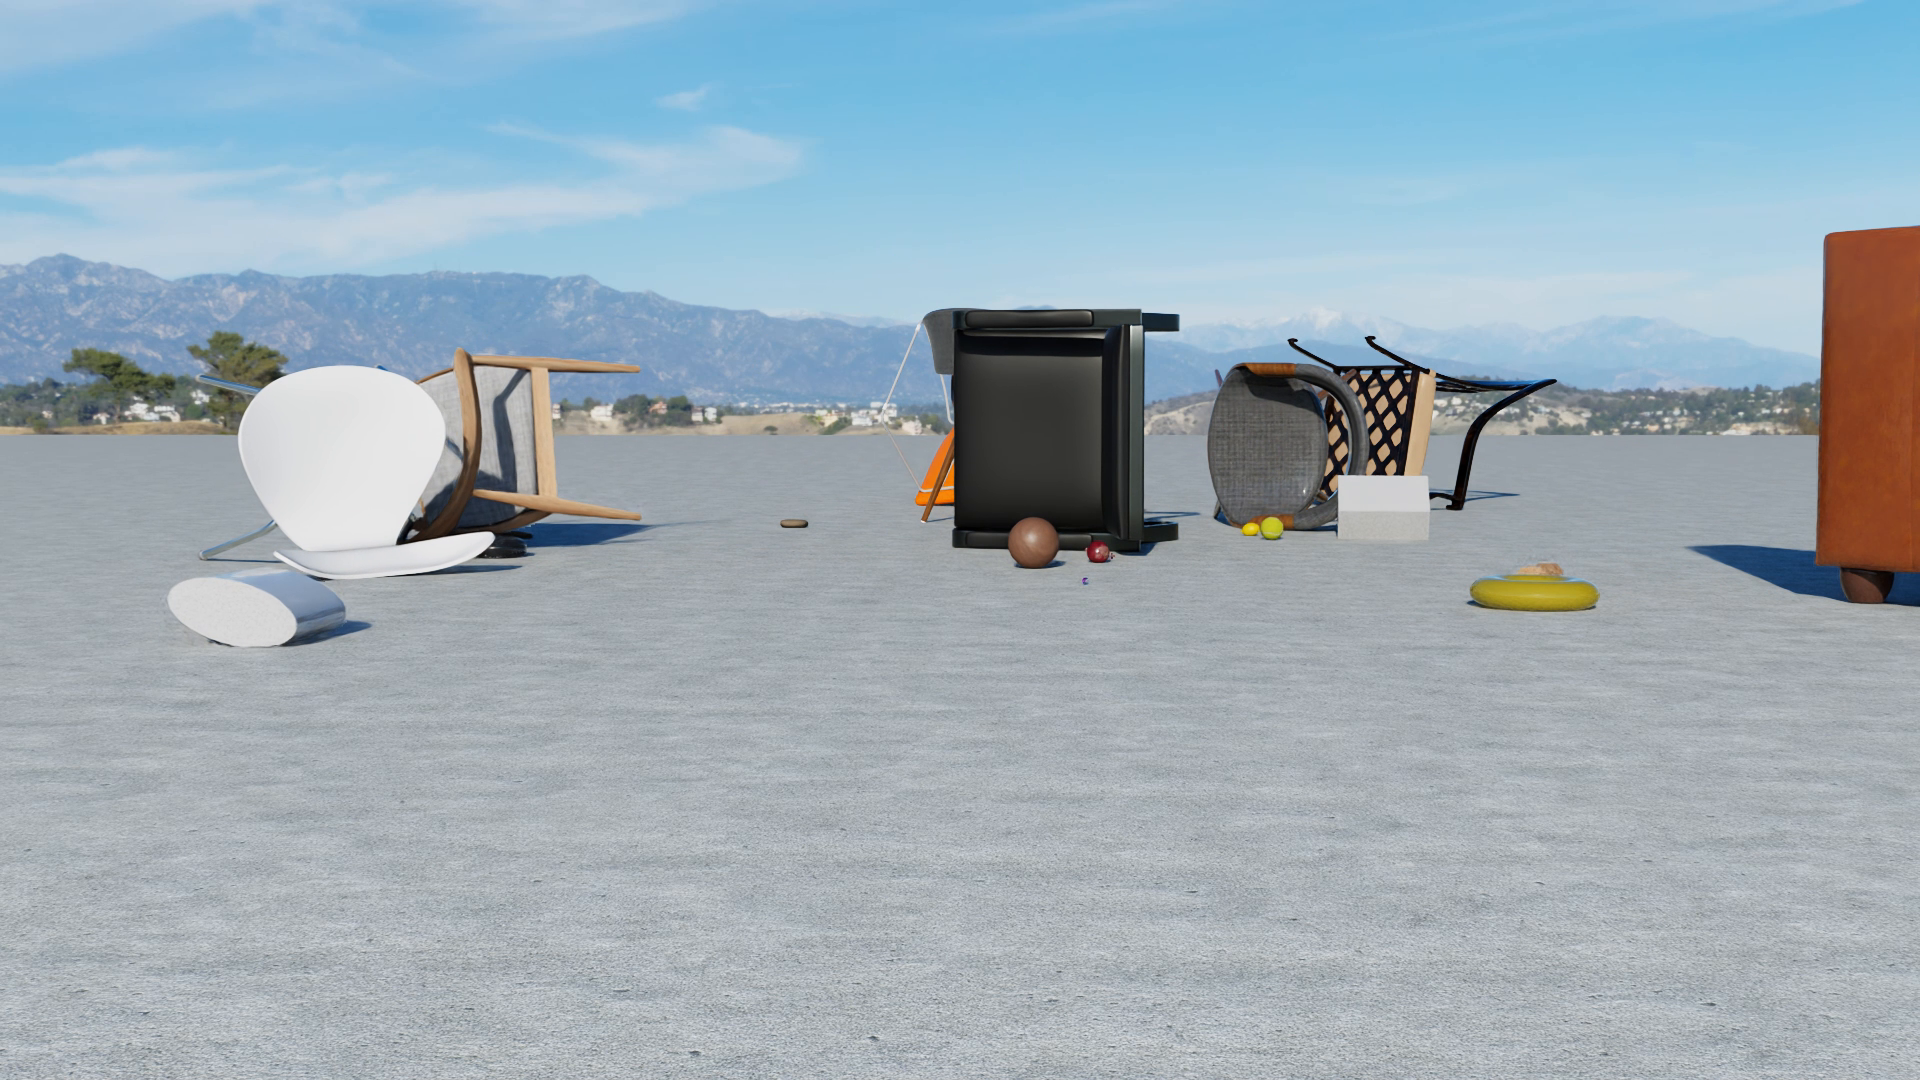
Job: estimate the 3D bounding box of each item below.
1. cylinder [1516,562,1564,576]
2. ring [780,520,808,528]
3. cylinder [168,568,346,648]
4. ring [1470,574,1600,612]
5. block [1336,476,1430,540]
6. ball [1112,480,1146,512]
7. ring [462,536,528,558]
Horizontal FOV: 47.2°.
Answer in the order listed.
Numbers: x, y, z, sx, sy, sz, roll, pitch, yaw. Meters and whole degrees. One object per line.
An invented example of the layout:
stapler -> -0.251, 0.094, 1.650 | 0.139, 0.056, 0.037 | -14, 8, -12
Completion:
cylinder -> 1.294, 0.083, 4.914 | 0.079, 0.058, 0.121 | -6, 0, 31
ring -> -0.539, -0.053, 7.144 | 0.091, 0.025, 0.102 | 0, 3, -9
cylinder -> -1.253, 0.119, 3.932 | 0.239, 0.112, 0.220 | 14, 5, 6
ring -> 1.180, 0.109, 4.520 | 0.261, 0.062, 0.216 | 2, 5, 13
block -> 1.263, -0.097, 6.571 | 0.265, 0.114, 0.161 | 1, 42, 8
ball -> 0.618, -0.163, 8.047 | 0.119, 0.119, 0.119 | 0, 4, 0
ring -> -1.248, 0.019, 5.893 | 0.171, 0.053, 0.200 | -1, 5, -29
